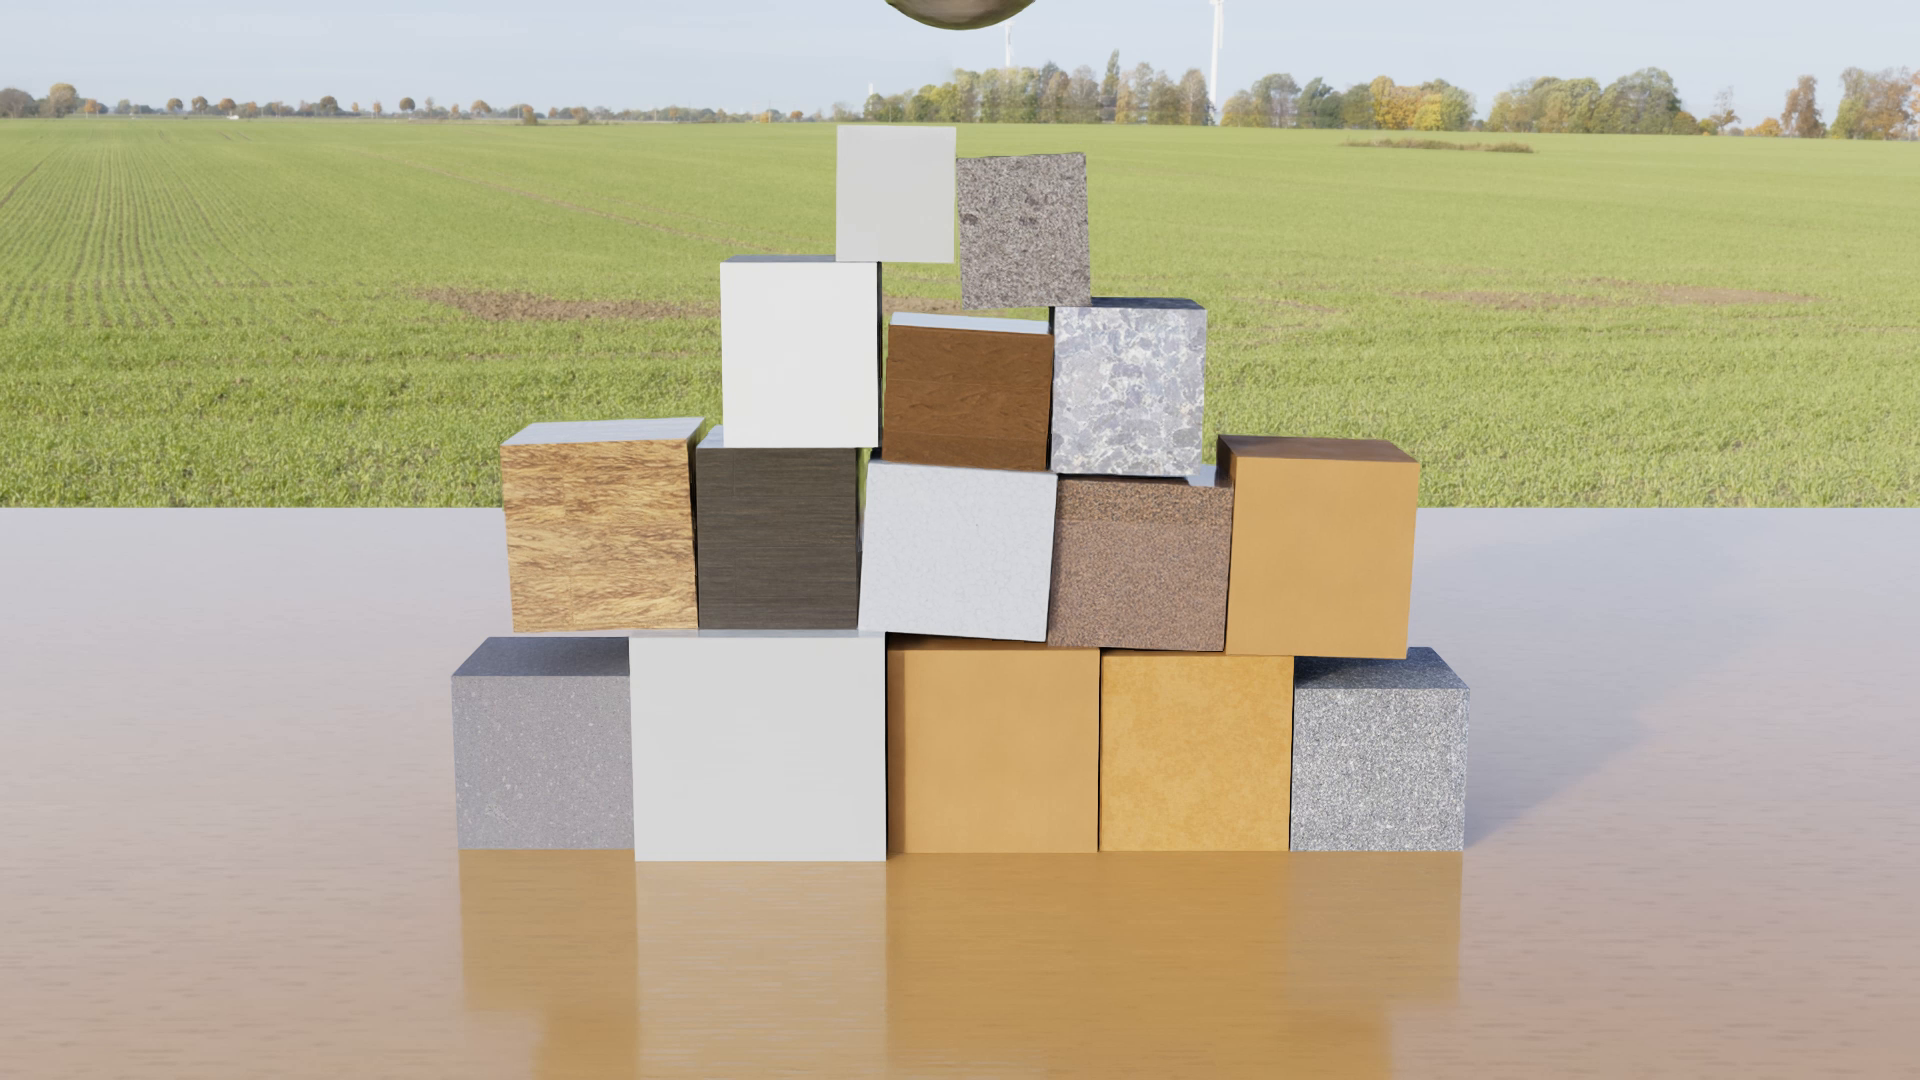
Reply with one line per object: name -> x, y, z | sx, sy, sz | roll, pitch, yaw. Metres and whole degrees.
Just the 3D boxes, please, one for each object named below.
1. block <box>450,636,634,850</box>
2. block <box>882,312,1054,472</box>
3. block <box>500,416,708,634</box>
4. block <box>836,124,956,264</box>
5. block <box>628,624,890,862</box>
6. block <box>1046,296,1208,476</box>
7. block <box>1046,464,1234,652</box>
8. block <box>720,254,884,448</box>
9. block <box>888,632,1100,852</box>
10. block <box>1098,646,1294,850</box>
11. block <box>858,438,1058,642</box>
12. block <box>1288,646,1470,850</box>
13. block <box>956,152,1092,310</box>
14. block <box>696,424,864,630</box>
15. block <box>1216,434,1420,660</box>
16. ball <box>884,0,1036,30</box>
block -> -2.065, 1.034, 11.386 | 0.905, 0.893, 0.885 | 0, 10, 0
block -> 0.036, -0.755, 11.040 | 0.799, 0.671, 0.780 | 4, 10, -1
block -> -1.764, -0.092, 11.174 | 0.909, 0.936, 0.845 | -2, 10, 0
block -> -0.310, -1.714, 10.858 | 0.570, 0.648, 0.540 | 1, 10, 0
block -> -0.985, 0.919, 11.354 | 1.237, 1.129, 1.229 | 0, 10, 0
block -> 0.817, -0.787, 11.040 | 0.731, 0.808, 0.788 | 1, 10, 0
block -> 0.887, 0.062, 11.182 | 0.871, 0.826, 0.766 | 3, 10, 0
block -> -0.775, -0.958, 10.995 | 0.750, 0.892, 0.753 | 0, 10, 0
block -> 0.164, 0.963, 11.375 | 1.041, 1.035, 0.990 | 0, 10, 0
block -> 1.170, 0.988, 11.342 | 0.949, 0.997, 0.854 | 0, 10, 0
block -> -0.013, -0.020, 11.182 | 0.920, 0.825, 0.939 | 4, 10, -1
block -> 2.086, 1.064, 11.382 | 0.864, 0.835, 0.917 | 0, 10, 0
block -> 0.307, -1.542, 10.914 | 0.623, 0.722, 0.692 | -3, 10, 0
block -> -0.895, -0.081, 11.183 | 0.775, 0.901, 0.886 | 0, 10, 0
block -> 1.774, 0.018, 11.175 | 0.889, 0.979, 0.831 | 2, 10, 0
ball -> 0.000, -4.436, 15.613 | 1.600, 1.600, 1.600 | 0, 10, 0
